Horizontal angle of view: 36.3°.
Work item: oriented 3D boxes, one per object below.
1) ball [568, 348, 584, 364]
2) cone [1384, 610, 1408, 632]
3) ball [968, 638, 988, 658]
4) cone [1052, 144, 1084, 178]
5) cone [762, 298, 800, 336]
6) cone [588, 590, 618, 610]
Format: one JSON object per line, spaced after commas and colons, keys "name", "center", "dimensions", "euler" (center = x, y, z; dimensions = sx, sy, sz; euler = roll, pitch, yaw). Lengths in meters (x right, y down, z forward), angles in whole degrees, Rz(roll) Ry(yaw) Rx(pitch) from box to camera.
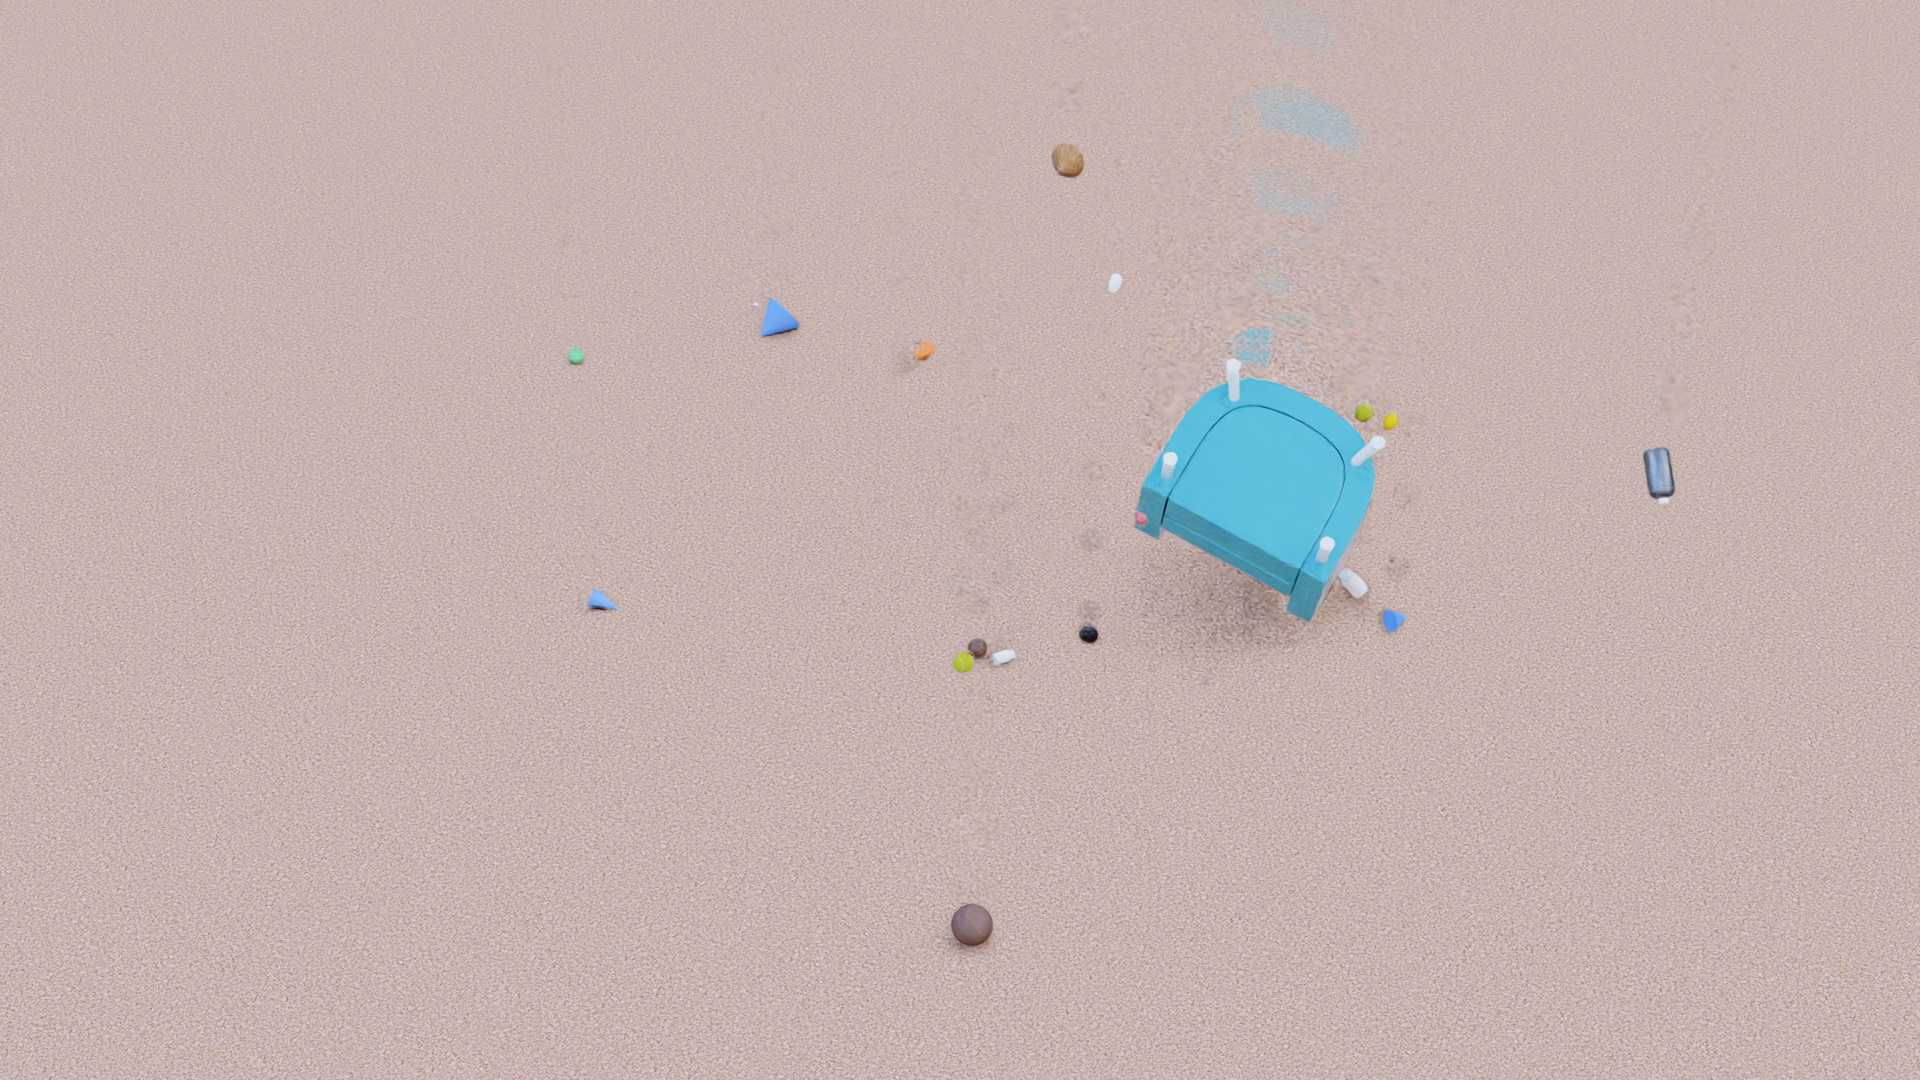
{"name": "ball", "center": [-1.572, -0.753, 12.029], "dimensions": [0.065, 0.065, 0.065], "euler": [0, 33, 0]}
{"name": "cone", "center": [1.565, 0.281, 10.450], "dimensions": [0.079, 0.084, 0.080], "euler": [-12, 24, -28]}
{"name": "ball", "center": [0.062, 0.379, 10.306], "dimensions": [0.069, 0.069, 0.069], "euler": [0, 33, 0]}
{"name": "cone", "center": [0.450, -1.631, 12.797], "dimensions": [0.149, 0.163, 0.130], "euler": [0, 29, 24]}
{"name": "cone", "center": [-0.783, -0.900, 12.239], "dimensions": [0.168, 0.187, 0.145], "euler": [38, 82, 30]}
{"name": "cone", "center": [-1.276, 0.230, 10.568], "dimensions": [0.114, 0.061, 0.067], "euler": [24, 53, 9]}
